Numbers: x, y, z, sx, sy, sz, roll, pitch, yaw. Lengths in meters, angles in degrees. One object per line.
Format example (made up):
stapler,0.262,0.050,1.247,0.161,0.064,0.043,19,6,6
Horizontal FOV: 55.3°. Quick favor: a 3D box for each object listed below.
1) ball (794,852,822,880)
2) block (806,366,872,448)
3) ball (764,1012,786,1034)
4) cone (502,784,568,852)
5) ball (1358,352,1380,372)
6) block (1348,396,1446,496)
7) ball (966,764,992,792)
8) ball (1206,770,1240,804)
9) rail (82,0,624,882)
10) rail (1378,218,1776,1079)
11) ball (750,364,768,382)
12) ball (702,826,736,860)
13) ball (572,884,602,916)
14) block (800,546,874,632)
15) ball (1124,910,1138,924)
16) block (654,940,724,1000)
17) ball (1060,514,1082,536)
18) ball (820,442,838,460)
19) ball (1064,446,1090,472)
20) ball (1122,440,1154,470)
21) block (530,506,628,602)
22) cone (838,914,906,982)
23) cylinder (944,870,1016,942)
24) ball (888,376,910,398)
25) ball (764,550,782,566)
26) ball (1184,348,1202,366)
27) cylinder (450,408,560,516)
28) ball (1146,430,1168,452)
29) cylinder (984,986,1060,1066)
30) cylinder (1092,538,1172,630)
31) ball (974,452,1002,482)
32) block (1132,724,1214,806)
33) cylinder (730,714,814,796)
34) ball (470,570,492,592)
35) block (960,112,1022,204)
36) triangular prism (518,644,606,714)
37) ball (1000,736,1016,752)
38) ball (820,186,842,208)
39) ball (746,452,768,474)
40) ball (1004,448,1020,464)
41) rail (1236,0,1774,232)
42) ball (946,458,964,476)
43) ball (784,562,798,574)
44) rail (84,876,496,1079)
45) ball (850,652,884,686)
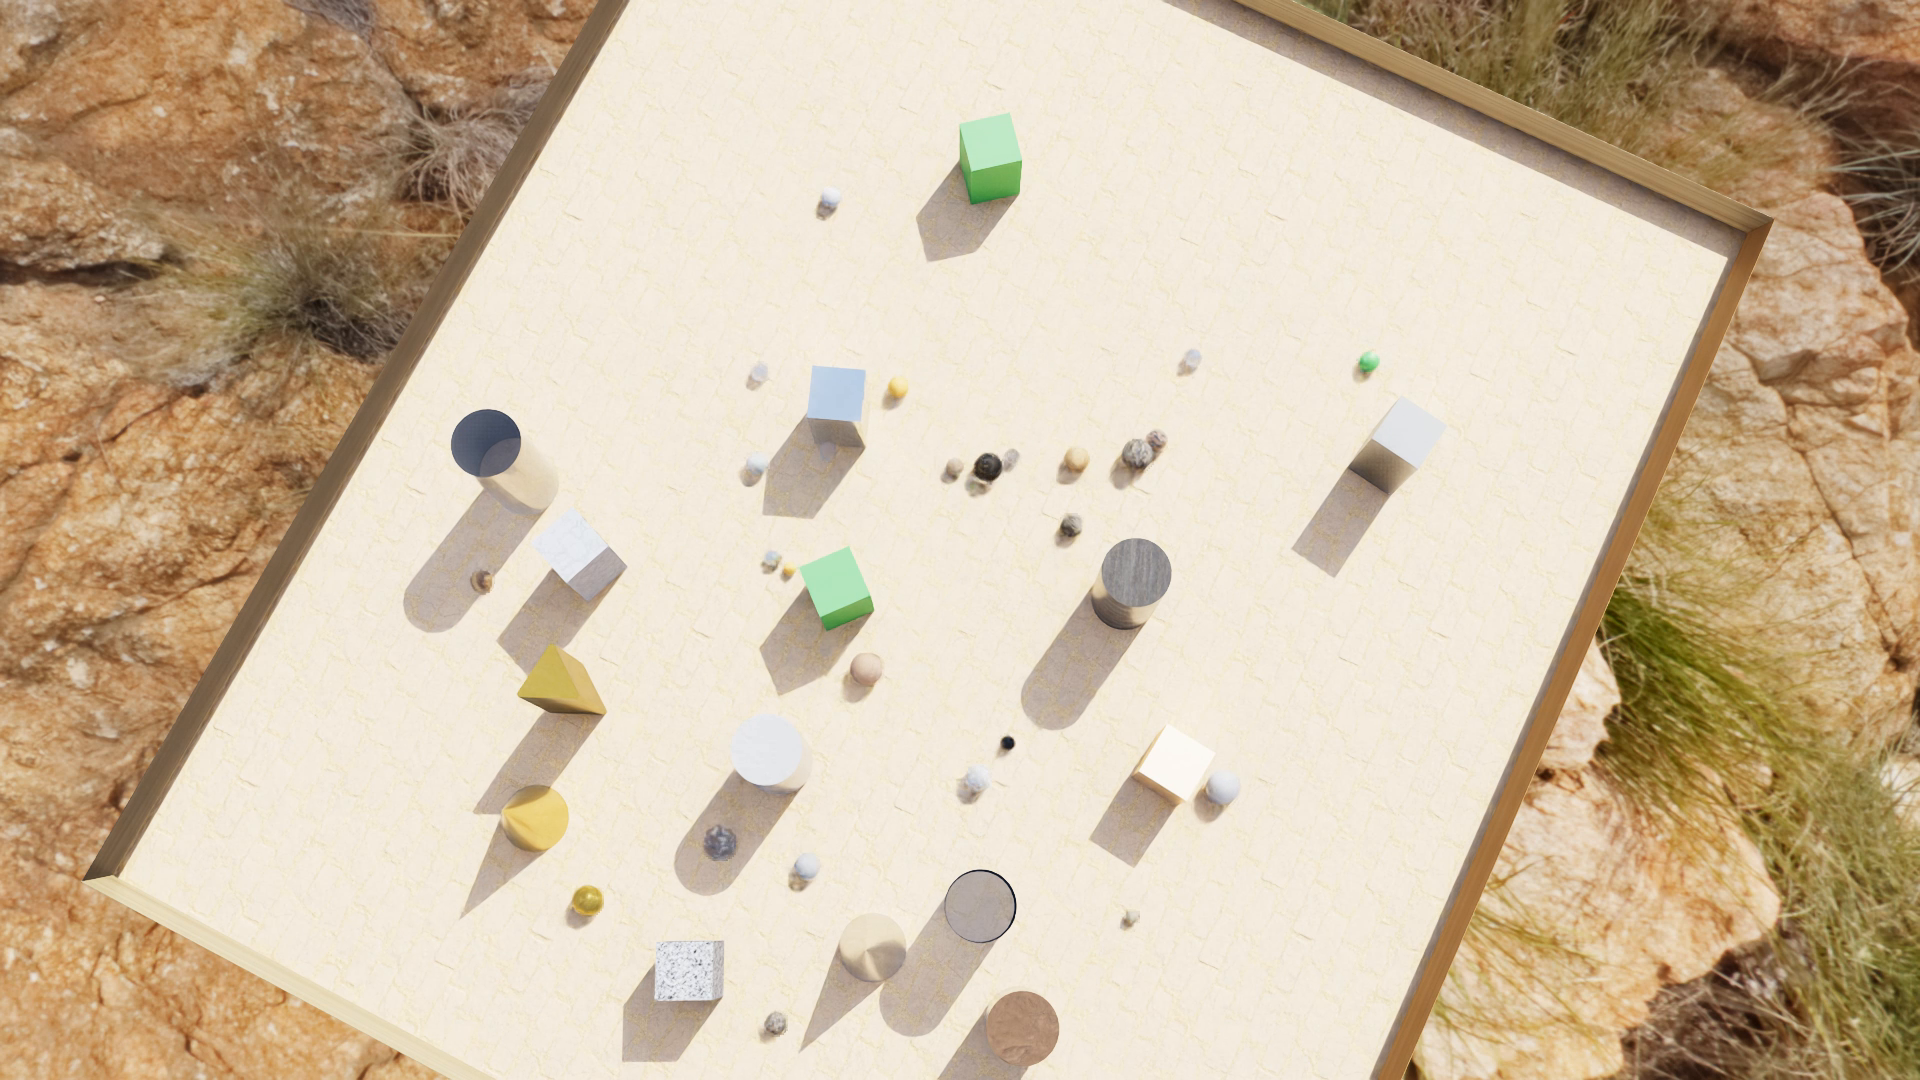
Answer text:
ball,-0.446,0.957,5.379,0.078,0.078,0.078,0,78,0
block,-0.363,-0.400,5.543,0.160,0.307,0.160,5,78,1
ball,-0.533,1.395,5.295,0.064,0.064,0.064,0,78,0
cone,-1.262,0.786,5.245,0.199,0.409,0.199,0,78,0
ball,1.273,-0.554,5.699,0.064,0.064,0.064,0,78,0
block,1.307,-0.279,5.495,0.160,0.351,0.160,35,80,7
ball,0.055,0.703,5.430,0.081,0.081,0.081,0,78,0
ball,0.775,0.733,5.414,0.100,0.100,0.100,0,78,0
rail,-1.600,-0.777,5.710,0.045,0.130,4.077,26,80,5
rail,1.600,0.790,5.386,0.045,0.130,4.077,26,80,5
ball,-0.623,-0.521,5.696,0.055,0.055,0.055,0,78,0
ball,-0.706,0.888,5.383,0.098,0.098,0.098,0,78,0
ball,-1.089,1.052,5.353,0.089,0.089,0.089,0,78,0
block,-0.364,0.147,5.448,0.160,0.270,0.160,-23,79,-5
ball,0.503,1.104,5.367,0.041,0.041,0.041,0,78,0
block,-0.770,1.228,5.235,0.160,0.251,0.160,-1,78,0
ball,0.341,-0.043,5.591,0.068,0.068,0.068,0,78,0
ball,-0.405,-0.274,5.632,0.057,0.057,0.057,0,78,0
ball,0.360,-0.249,5.628,0.079,0.079,0.079,0,78,0
ball,0.544,-0.261,5.616,0.098,0.098,0.098,0,78,0
block,-1.127,0.046,5.443,0.160,0.321,0.160,-42,81,-8
cone,-0.255,1.152,5.166,0.199,0.414,0.199,0,78,0
cylinder,0.057,1.042,5.212,0.199,0.370,0.199,0,78,0
ball,-0.191,-0.474,5.681,0.066,0.066,0.066,0,78,0
ball,-0.570,0.054,5.579,0.051,0.051,0.051,0,78,0
ball,0.726,-0.569,5.705,0.058,0.058,0.058,0,78,0
cylinder,-1.336,-0.223,5.409,0.199,0.498,0.199,0,78,0
ball,0.605,-0.308,5.646,0.068,0.068,0.068,0,78,0
cylinder,0.170,1.362,5.147,0.199,0.367,0.199,0,78,0
cylinder,0.499,0.133,5.377,0.199,0.415,0.199,0,78,0
ball,0.086,-0.223,5.617,0.090,0.090,0.090,0,78,0
block,0.620,0.659,5.353,0.160,0.249,0.160,32,80,6
cylinder,-0.538,0.622,5.283,0.199,0.401,0.199,0,78,0
ball,-1.451,0.124,5.557,0.067,0.067,0.067,0,78,0
block,0.094,-1.189,5.726,0.160,0.268,0.160,-13,79,-3
triangular prism,-1.146,0.404,5.324,0.173,0.410,0.150,2,78,0
ball,0.143,0.607,5.467,0.047,0.047,0.047,0,78,0
ball,-0.409,-1.085,5.808,0.066,0.066,0.066,0,78,0
ball,-0.625,-0.234,5.630,0.068,0.068,0.068,0,78,0
ball,0.161,-0.258,5.645,0.049,0.049,0.049,0,78,0
rail,0.901,-1.758,5.913,3.626,0.130,0.045,26,80,5
ball,-0.016,-0.226,5.635,0.055,0.055,0.055,0,78,0
ball,-0.516,0.085,5.578,0.041,0.041,0.041,0,78,0
rail,-0.901,1.772,5.183,3.626,0.130,0.045,26,80,5
ball,-0.280,0.385,5.486,0.100,0.100,0.100,0,78,0
